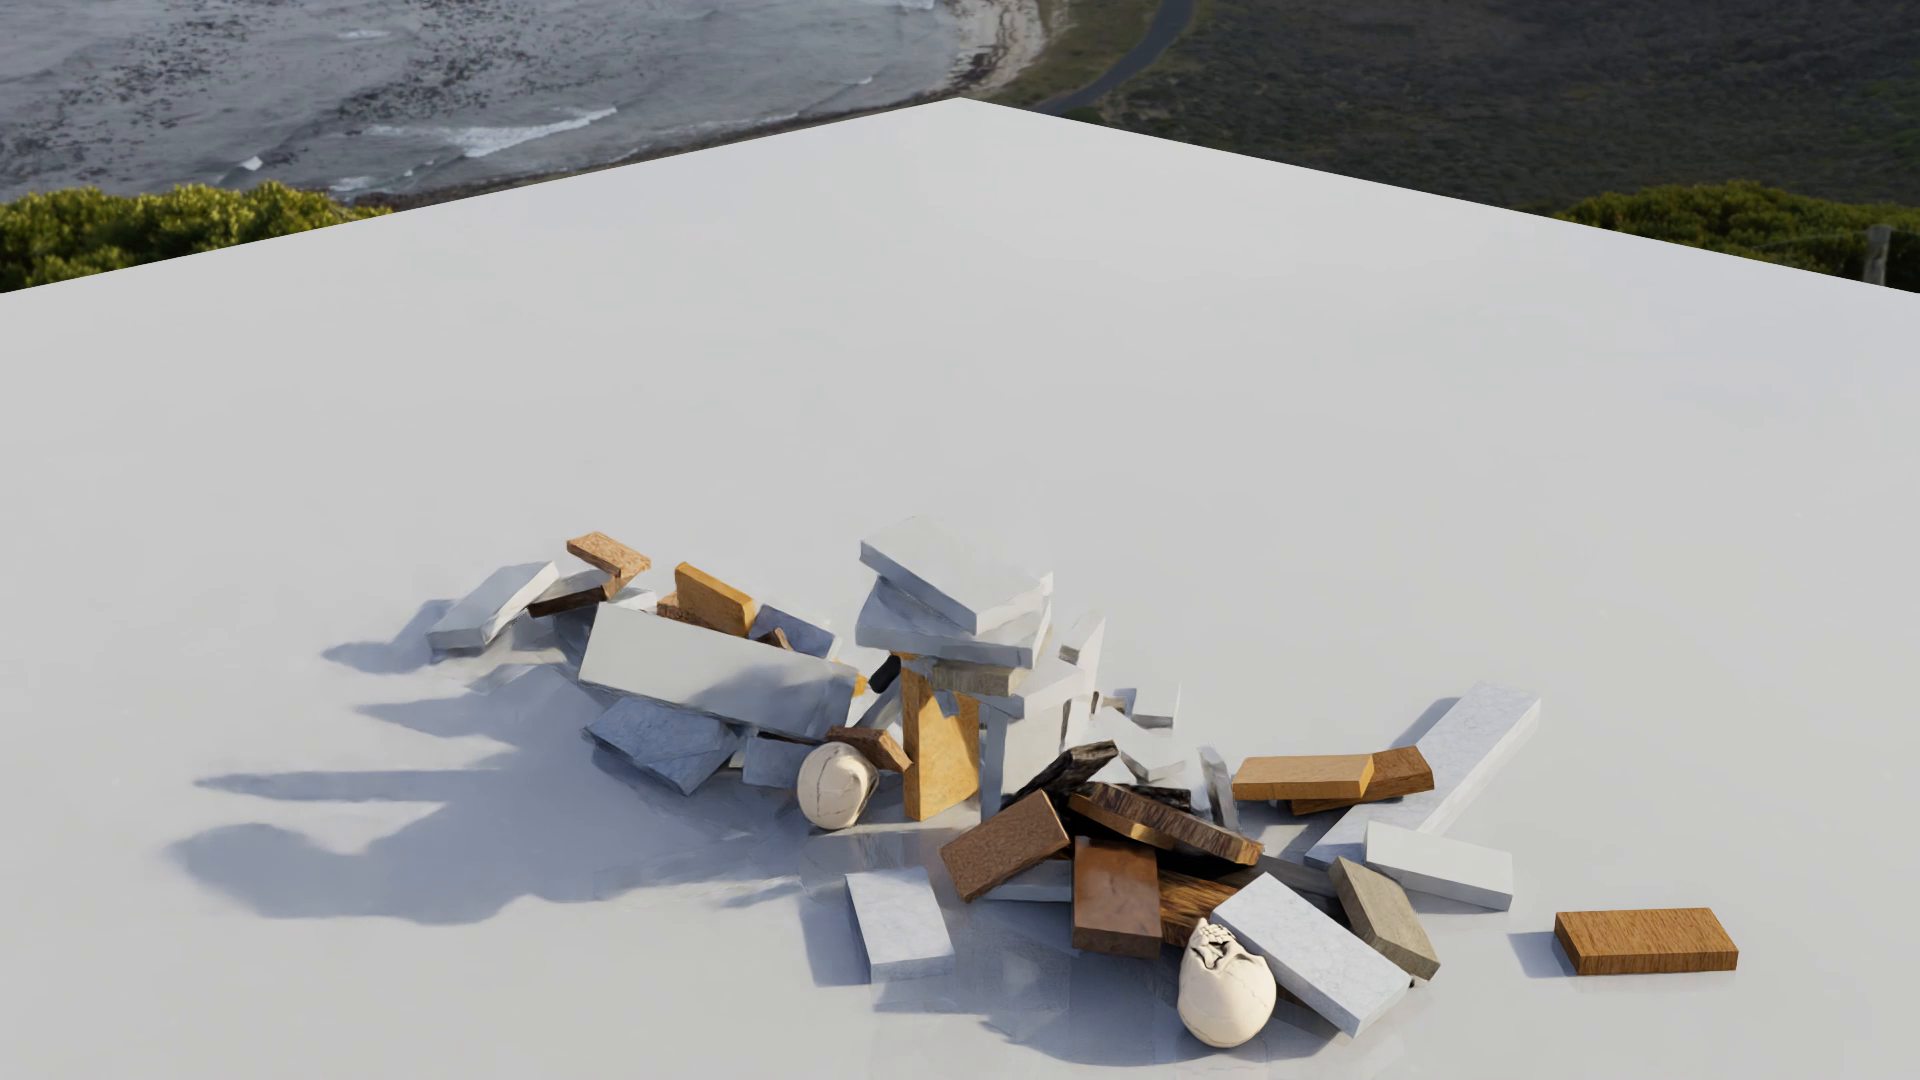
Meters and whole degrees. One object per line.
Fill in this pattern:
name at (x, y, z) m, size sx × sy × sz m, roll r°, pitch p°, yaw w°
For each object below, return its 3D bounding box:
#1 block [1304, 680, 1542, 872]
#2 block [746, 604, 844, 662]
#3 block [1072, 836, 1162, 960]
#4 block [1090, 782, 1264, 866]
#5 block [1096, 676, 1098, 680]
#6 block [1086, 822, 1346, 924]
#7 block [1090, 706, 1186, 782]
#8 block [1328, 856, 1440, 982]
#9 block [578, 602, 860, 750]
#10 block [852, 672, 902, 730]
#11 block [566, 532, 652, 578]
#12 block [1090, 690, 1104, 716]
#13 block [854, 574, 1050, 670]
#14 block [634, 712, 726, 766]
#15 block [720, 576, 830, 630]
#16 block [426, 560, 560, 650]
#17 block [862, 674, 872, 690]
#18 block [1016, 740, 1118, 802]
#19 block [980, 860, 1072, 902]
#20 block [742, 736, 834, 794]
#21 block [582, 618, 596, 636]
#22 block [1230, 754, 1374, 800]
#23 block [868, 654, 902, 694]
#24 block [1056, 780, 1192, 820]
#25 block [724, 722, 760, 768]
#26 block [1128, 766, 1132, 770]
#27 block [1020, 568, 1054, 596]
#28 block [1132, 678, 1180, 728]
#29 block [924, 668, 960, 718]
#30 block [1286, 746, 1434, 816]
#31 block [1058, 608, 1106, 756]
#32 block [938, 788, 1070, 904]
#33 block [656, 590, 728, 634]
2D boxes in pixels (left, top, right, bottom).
block at (0.972, 0.494, 4.545) m, size 0.144 × 0.041 × 0.903 m, roll 15°, pitch 27°, yaw 31°
block at (-0.359, 0.222, 4.710) m, size 0.213 × 0.107 × 0.030 m, roll 21°, pitch -7°, yaw 34°
block at (0.280, 0.641, 3.973) m, size 0.152 × 0.043 × 0.359 m, roll 7°, pitch 18°, yaw 1°
block at (0.412, 0.538, 4.175) m, size 0.304 × 0.043 × 0.152 m, roll 20°, pitch -2°, yaw 23°
block at (0.182, 0.305, 4.766) m, size 0.254 × 0.095 × 0.027 m, roll 15°, pitch -10°, yaw 45°
block at (0.490, 0.632, 4.201) m, size 0.520 × 0.039 × 0.139 m, roll 13°, pitch 25°, yaw 24°
block at (0.359, 0.430, 4.666) m, size 0.091 × 0.026 × 0.280 m, roll -13°, pitch 26°, yaw -27°
block at (0.768, 0.685, 3.997) m, size 0.139 × 0.039 × 0.277 m, roll 25°, pitch 18°, yaw -14°
block at (-0.495, 0.280, 4.525) m, size 0.549 × 0.168 × 0.048 m, roll 15°, pitch -19°, yaw -5°
block at (-0.128, 0.321, 4.505) m, size 0.085 × 0.300 × 0.024 m, roll -15°, pitch 66°, yaw -41°
block at (-0.812, 0.034, 5.077) m, size 0.187 × 0.027 × 0.094 m, roll 24°, pitch 29°, yaw 34°
block at (0.215, 0.337, 4.833) m, size 0.014 × 0.050 × 0.272 m, roll 19°, pitch -5°, yaw -38°
block at (-0.012, 0.152, 4.127) m, size 0.337 × 0.048 × 0.168 m, roll 7°, pitch 34°, yaw 12°
block at (-0.580, 0.407, 4.562) m, size 0.186 × 0.026 × 0.093 m, roll -14°, pitch 43°, yaw 17°
block at (-0.434, 0.157, 4.877) m, size 0.284 × 0.030 × 0.107 m, roll 22°, pitch 29°, yaw 29°
block at (-1.111, 0.153, 5.239) m, size 0.161 × 0.046 × 0.332 m, roll -7°, pitch 24°, yaw 27°
block at (-0.249, 0.324, 4.978) m, size 0.101 × 0.014 × 0.050 m, roll -7°, pitch 24°, yaw -16°
block at (0.203, 0.447, 4.196) m, size 0.106 × 0.212 × 0.030 m, roll -7°, pitch 64°, yaw -35°
block at (0.150, 0.642, 4.151) m, size 0.211 × 0.030 × 0.106 m, roll -3°, pitch 19°, yaw 27°
block at (-0.350, 0.459, 4.477) m, size 0.186 × 0.093 × 0.026 m, roll 12°, pitch -8°, yaw -32°
block at (-0.686, 0.267, 5.099) m, size 0.094 × 0.027 × 0.506 m, roll -21°, pitch 31°, yaw -40°
block at (0.691, 0.478, 4.437) m, size 0.262 × 0.037 × 0.131 m, roll -4°, pitch 17°, yaw 23°
block at (-0.081, 0.225, 4.491) m, size 0.114 × 0.229 × 0.032 m, roll -4°, pitch 52°, yaw -52°
block at (0.325, 0.524, 4.368) m, size 0.262 × 0.131 × 0.037 m, roll 4°, pitch 65°, yaw 9°
block at (-0.543, 0.341, 4.704) m, size 0.046 × 0.161 × 0.321 m, roll 12°, pitch 15°, yaw -47°
block at (0.347, 0.461, 4.649) m, size 0.134 × 0.019 × 0.067 m, roll -6°, pitch 24°, yaw -14°
block at (0.046, 0.117, 4.342) m, size 0.147 × 0.042 × 0.293 m, roll 7°, pitch 20°, yaw 32°
block at (0.436, 0.359, 4.881) m, size 0.091 × 0.026 × 0.182 m, roll 4°, pitch 23°, yaw 9°
block at (-0.033, 0.291, 4.215) m, size 0.014 × 0.100 × 0.050 m, roll -20°, pitch -3°, yaw -26°
block at (0.804, 0.488, 4.471) m, size 0.287 × 0.041 × 0.144 m, roll -11°, pitch 16°, yaw 1°
block at (0.235, 0.304, 4.520) m, size 0.042 × 0.300 × 0.147 m, roll 19°, pitch 35°, yaw 17°
block at (0.083, 0.577, 4.145) m, size 0.229 × 0.032 × 0.114 m, roll -32°, pitch 54°, yaw 6°
block at (-0.534, 0.161, 4.952) m, size 0.267 × 0.037 × 0.130 m, roll 12°, pitch 25°, yaw 24°
